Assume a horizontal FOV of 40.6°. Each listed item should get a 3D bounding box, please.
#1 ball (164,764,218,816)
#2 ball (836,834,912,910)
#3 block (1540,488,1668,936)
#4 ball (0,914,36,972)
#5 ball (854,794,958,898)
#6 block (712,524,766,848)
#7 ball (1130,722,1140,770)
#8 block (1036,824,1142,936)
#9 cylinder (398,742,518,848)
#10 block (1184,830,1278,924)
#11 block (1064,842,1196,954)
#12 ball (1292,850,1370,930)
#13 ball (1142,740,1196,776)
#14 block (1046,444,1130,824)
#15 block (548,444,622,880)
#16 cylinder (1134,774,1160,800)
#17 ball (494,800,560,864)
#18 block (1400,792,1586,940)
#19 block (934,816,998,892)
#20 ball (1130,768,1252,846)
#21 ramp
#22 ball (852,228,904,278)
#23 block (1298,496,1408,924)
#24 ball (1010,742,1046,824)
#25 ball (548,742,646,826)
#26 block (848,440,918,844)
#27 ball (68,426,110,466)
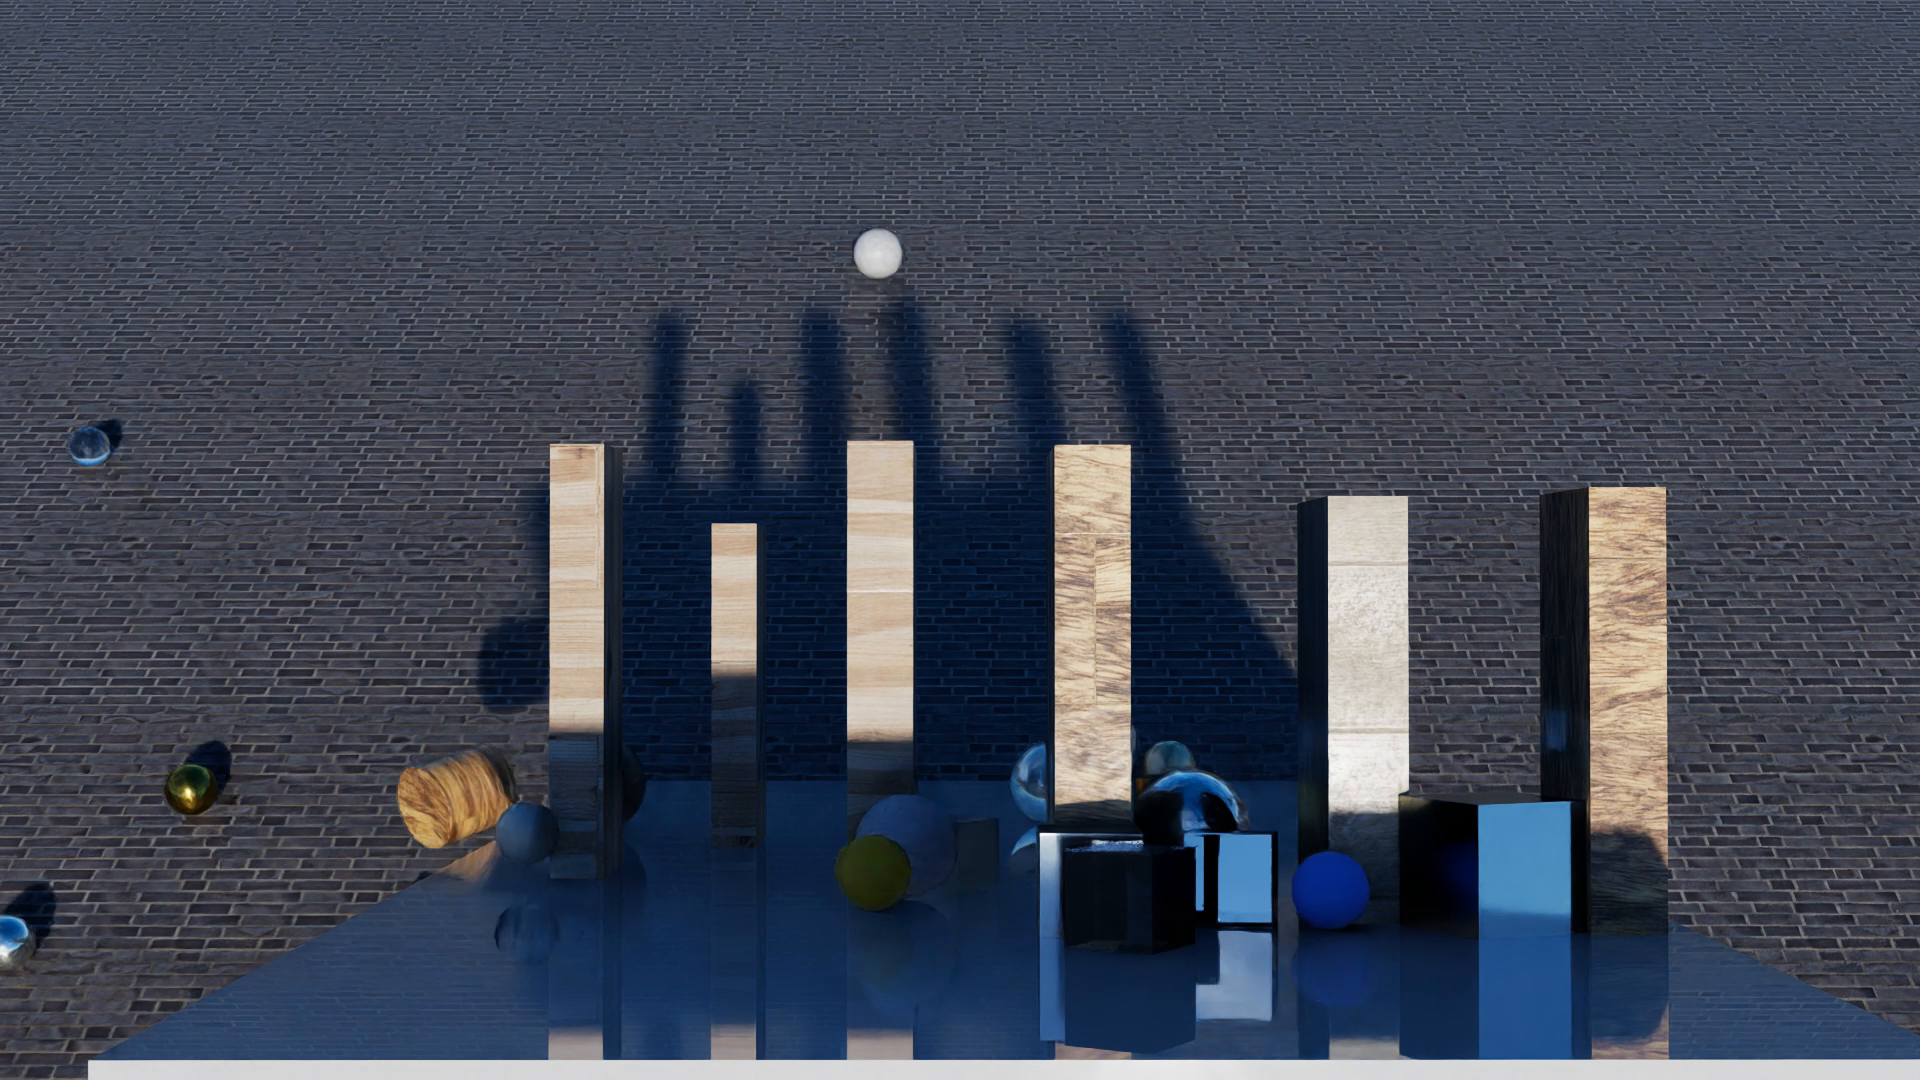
[{"bbox_3d":[-2.000,0.649,6.749,0.135,0.135,0.135,0,33,0],"label":"ball"},{"bbox_3d":[-0.134,0.518,4.037,0.117,0.117,0.117,0,33,0],"label":"ball"},{"bbox_3d":[0.967,0.250,3.910,0.111,0.647,0.320,0,-1,0],"label":"block"},{"bbox_3d":[-2.299,0.971,6.253,0.134,0.134,0.134,0,33,0],"label":"ball"},{"bbox_3d":[-0.087,0.493,4.188,0.167,0.167,0.167,0,33,0],"label":"ball"},{"bbox_3d":[-0.436,0.284,5.123,0.087,0.626,0.253,0,-1,0],"label":"block"},{"bbox_3d":[0.352,0.522,6.564,0.203,0.203,0.203,0,33,0],"label":"ball"},{"bbox_3d":[0.189,0.498,3.804,0.148,0.148,0.148,0,-1,0],"label":"block"},{"bbox_3d":[-1.107,0.563,5.719,0.186,0.186,0.186,28,32,35],"label":"cylinder"},{"bbox_3d":[0.408,0.505,3.908,0.130,0.130,0.130,0,-4,11],"label":"block"},{"bbox_3d":[0.239,0.501,3.637,0.135,0.135,0.135,-1,-1,31],"label":"block"},{"bbox_3d":[0.545,0.515,3.812,0.115,0.115,0.115,0,33,0],"label":"ball"},{"bbox_3d":[0.507,0.552,6.305,0.133,0.133,0.133,0,33,0],"label":"ball"},{"bbox_3d":[0.199,0.219,4.068,0.114,0.716,0.369,0,-1,0],"label":"block"},{"bbox_3d":[-0.661,0.212,4.592,0.093,0.751,0.247,0,-1,0],"label":"block"},{"bbox_3d":[0.405,0.525,4.996,0.138,0.138,0.138,0,-1,0],"label":"cylinder"},{"bbox_3d":[-0.736,0.498,4.411,0.108,0.108,0.108,0,33,0],"label":"ball"},{"bbox_3d":[0.783,0.476,3.816,0.192,0.192,0.192,0,-1,-25],"label":"block"},{"bbox_3d":[-0.014,0.526,4.372,0.112,0.112,0.112,-1,-1,37],"label":"block"},{"bbox_3d":[0.378,0.479,4.281,0.204,0.204,0.204,0,33,0],"label":"ball"},{"bbox_3d":[0.073,0.640,4.754,2.000,0.100,4.000,0,-1,0],"label":"ramp"},{"bbox_3d":[-0.293,-1.025,9.287,0.180,0.180,0.180,0,33,0],"label":"ball"},{"bbox_3d":[0.610,0.257,4.049,0.120,0.639,0.351,0,-1,0],"label":"block"},{"bbox_3d":[0.194,0.517,5.527,0.173,0.173,0.173,0,33,0],"label":"ball"},{"bbox_3d":[-0.744,0.500,5.314,0.200,0.200,0.200,0,33,0],"label":"ball"},{"bbox_3d":[-0.135,0.211,4.598,0.112,0.751,0.415,0,-1,0],"label":"block"},{"bbox_3d":[-2.755,-0.295,8.210,0.127,0.127,0.127,0,33,0],"label":"ball"}]
